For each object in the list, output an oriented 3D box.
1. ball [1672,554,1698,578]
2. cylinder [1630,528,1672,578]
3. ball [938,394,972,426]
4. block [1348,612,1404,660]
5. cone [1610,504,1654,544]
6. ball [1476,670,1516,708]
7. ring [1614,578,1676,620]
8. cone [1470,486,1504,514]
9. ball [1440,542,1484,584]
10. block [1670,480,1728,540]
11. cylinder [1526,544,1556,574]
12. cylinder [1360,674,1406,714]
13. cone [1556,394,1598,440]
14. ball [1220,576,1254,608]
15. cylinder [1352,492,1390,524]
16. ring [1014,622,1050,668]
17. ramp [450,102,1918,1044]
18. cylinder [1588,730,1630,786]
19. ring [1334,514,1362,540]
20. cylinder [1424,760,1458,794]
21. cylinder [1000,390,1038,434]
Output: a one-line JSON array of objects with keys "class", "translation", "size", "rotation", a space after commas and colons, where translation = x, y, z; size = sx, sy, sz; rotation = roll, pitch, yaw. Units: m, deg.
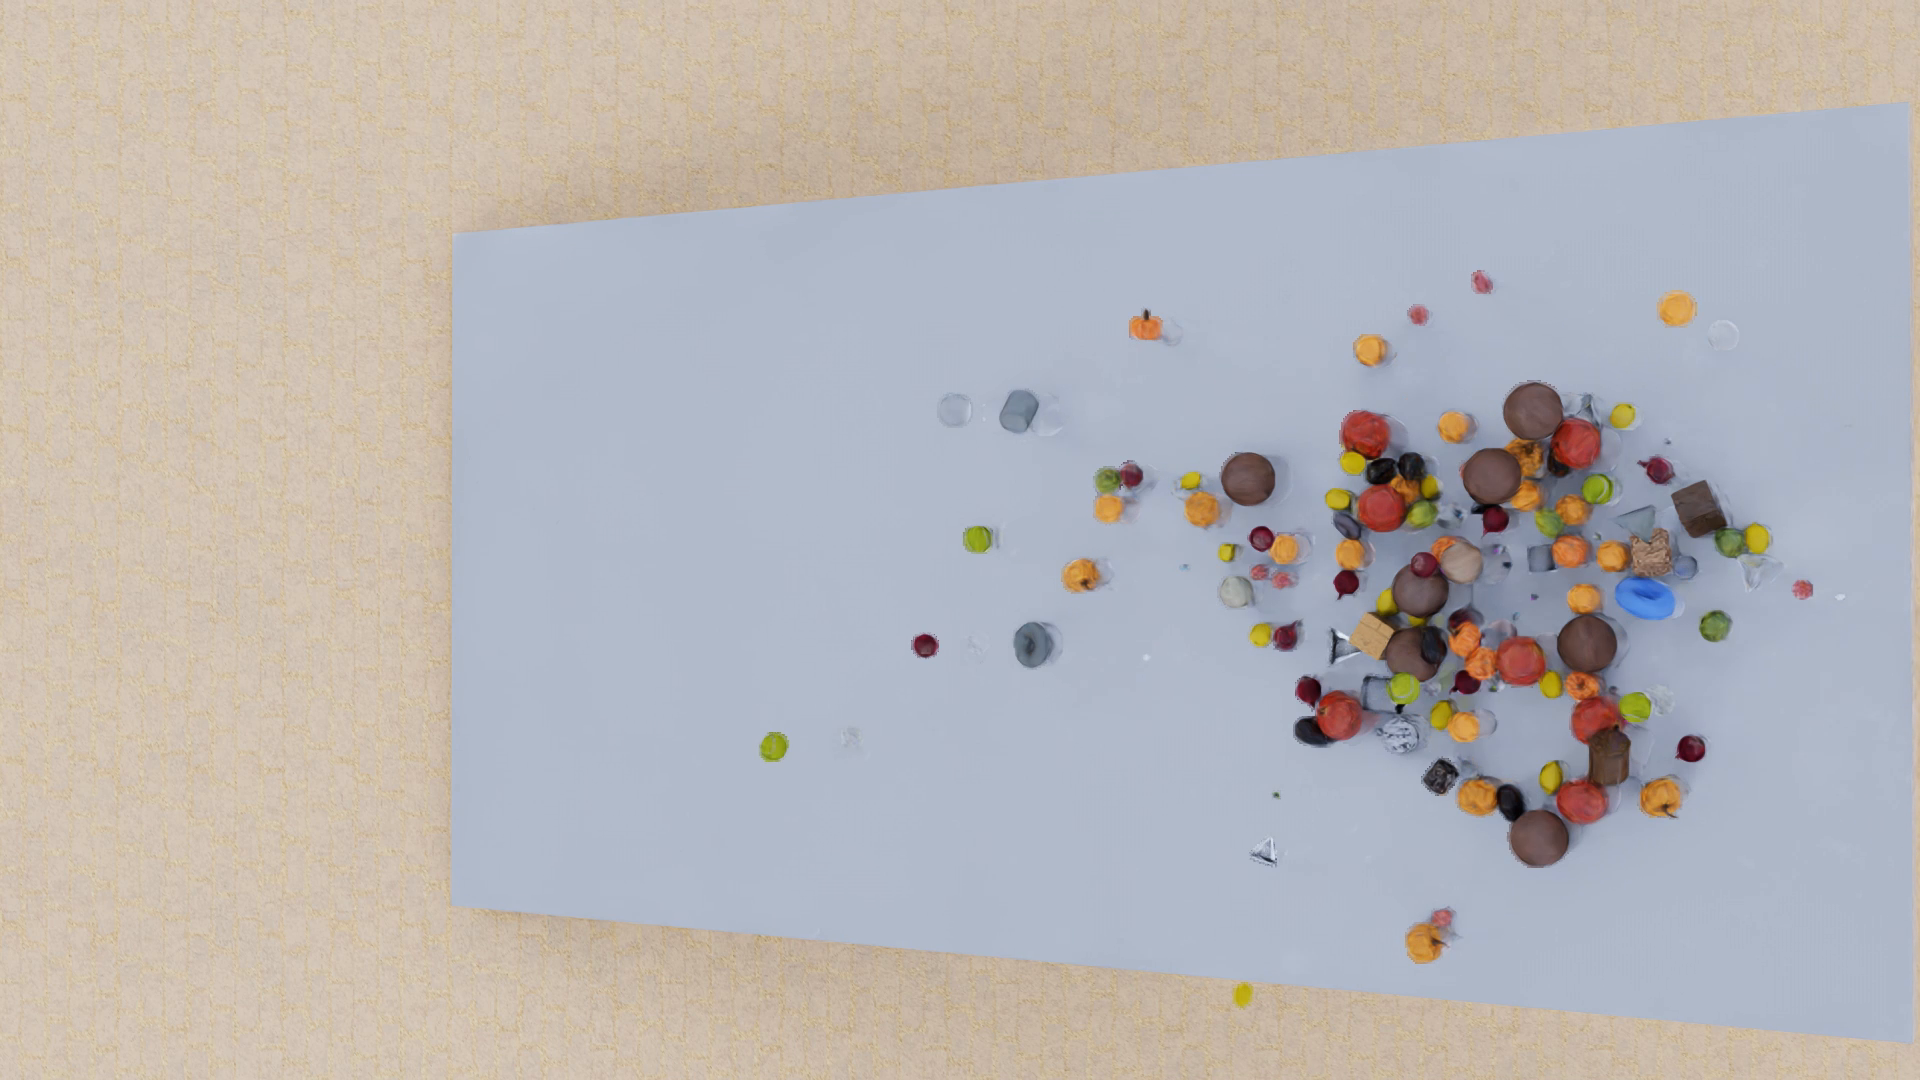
[{"class": "ball", "translation": [1.603, 0.059, 4.860], "size": [0.053, 0.053, 0.053], "rotation": [0, 89, 0]}, {"class": "cylinder", "translation": [1.530, 0.028, 4.867], "size": [0.082, 0.082, 0.082], "rotation": [1, 64, 0]}, {"class": "ball", "translation": [-0.013, -0.337, 5.705], "size": [0.084, 0.084, 0.084], "rotation": [0, 89, 0]}, {"class": "block", "translation": [0.980, 0.225, 5.172], "size": [0.082, 0.082, 0.082], "rotation": [33, 105, 24]}, {"class": "cone", "translation": [1.464, -0.041, 4.807], "size": [0.087, 0.087, 0.087], "rotation": [7, 89, 7]}, {"class": "ball", "translation": [1.236, 0.342, 5.069], "size": [0.088, 0.088, 0.088], "rotation": [0, 89, 0]}, {"class": "ring", "translation": [1.515, 0.129, 4.863], "size": [0.134, 0.134, 0.045], "rotation": [9, 122, 0]}, {"class": "cone", "translation": [1.227, -0.075, 5.072], "size": [0.071, 0.071, 0.071], "rotation": [27, 89, -2]}, {"class": "ball", "translation": [1.140, 0.053, 4.991], "size": [0.096, 0.096, 0.096], "rotation": [0, 89, 0]}, {"class": "block", "translation": [1.620, -0.067, 4.819], "size": [0.080, 0.080, 0.080], "rotation": [-26, 52, 23]}, {"class": "cylinder", "translation": [1.323, 0.043, 5.004], "size": [0.060, 0.060, 0.060], "rotation": [-6, 86, 0]}, {"class": "cylinder", "translation": [0.994, 0.363, 5.162], "size": [0.085, 0.085, 0.085], "rotation": [6, 89, 28]}, {"class": "cone", "translation": [1.415, -0.262, 4.968], "size": [0.097, 0.097, 0.097], "rotation": [-40, 100, 0]}, {"class": "ball", "translation": [0.671, 0.127, 5.338], "size": [0.081, 0.081, 0.081], "rotation": [0, 89, 0]}, {"class": "cylinder", "translation": [0.969, -0.075, 5.189], "size": [0.069, 0.069, 0.069], "rotation": [-12, 89, 27]}, {"class": "ring", "translation": [0.182, 0.267, 5.607], "size": [0.038, 0.115, 0.115], "rotation": [1, 89, -42]}, {"class": "ramp", "translation": [0.276, 0.077, 5.651], "size": [4.000, 0.100, 2.000], "rotation": [0, 89, 28]}, {"class": "cylinder", "translation": [1.430, 0.479, 4.844], "size": [0.088, 0.088, 0.088], "rotation": [-11, 126, 0]}, {"class": "ring", "translation": [0.919, -0.031, 5.214], "size": [0.026, 0.078, 0.078], "rotation": [-42, 90, -13]}, {"class": "cylinder", "translation": [1.107, 0.544, 5.059], "size": [0.057, 0.057, 0.057], "rotation": [31, 112, 0]}, {"class": "cylinder", "translation": [0.150, -0.325, 5.579], "size": [0.078, 0.078, 0.078], "rotation": [26, 56, 0]}]
